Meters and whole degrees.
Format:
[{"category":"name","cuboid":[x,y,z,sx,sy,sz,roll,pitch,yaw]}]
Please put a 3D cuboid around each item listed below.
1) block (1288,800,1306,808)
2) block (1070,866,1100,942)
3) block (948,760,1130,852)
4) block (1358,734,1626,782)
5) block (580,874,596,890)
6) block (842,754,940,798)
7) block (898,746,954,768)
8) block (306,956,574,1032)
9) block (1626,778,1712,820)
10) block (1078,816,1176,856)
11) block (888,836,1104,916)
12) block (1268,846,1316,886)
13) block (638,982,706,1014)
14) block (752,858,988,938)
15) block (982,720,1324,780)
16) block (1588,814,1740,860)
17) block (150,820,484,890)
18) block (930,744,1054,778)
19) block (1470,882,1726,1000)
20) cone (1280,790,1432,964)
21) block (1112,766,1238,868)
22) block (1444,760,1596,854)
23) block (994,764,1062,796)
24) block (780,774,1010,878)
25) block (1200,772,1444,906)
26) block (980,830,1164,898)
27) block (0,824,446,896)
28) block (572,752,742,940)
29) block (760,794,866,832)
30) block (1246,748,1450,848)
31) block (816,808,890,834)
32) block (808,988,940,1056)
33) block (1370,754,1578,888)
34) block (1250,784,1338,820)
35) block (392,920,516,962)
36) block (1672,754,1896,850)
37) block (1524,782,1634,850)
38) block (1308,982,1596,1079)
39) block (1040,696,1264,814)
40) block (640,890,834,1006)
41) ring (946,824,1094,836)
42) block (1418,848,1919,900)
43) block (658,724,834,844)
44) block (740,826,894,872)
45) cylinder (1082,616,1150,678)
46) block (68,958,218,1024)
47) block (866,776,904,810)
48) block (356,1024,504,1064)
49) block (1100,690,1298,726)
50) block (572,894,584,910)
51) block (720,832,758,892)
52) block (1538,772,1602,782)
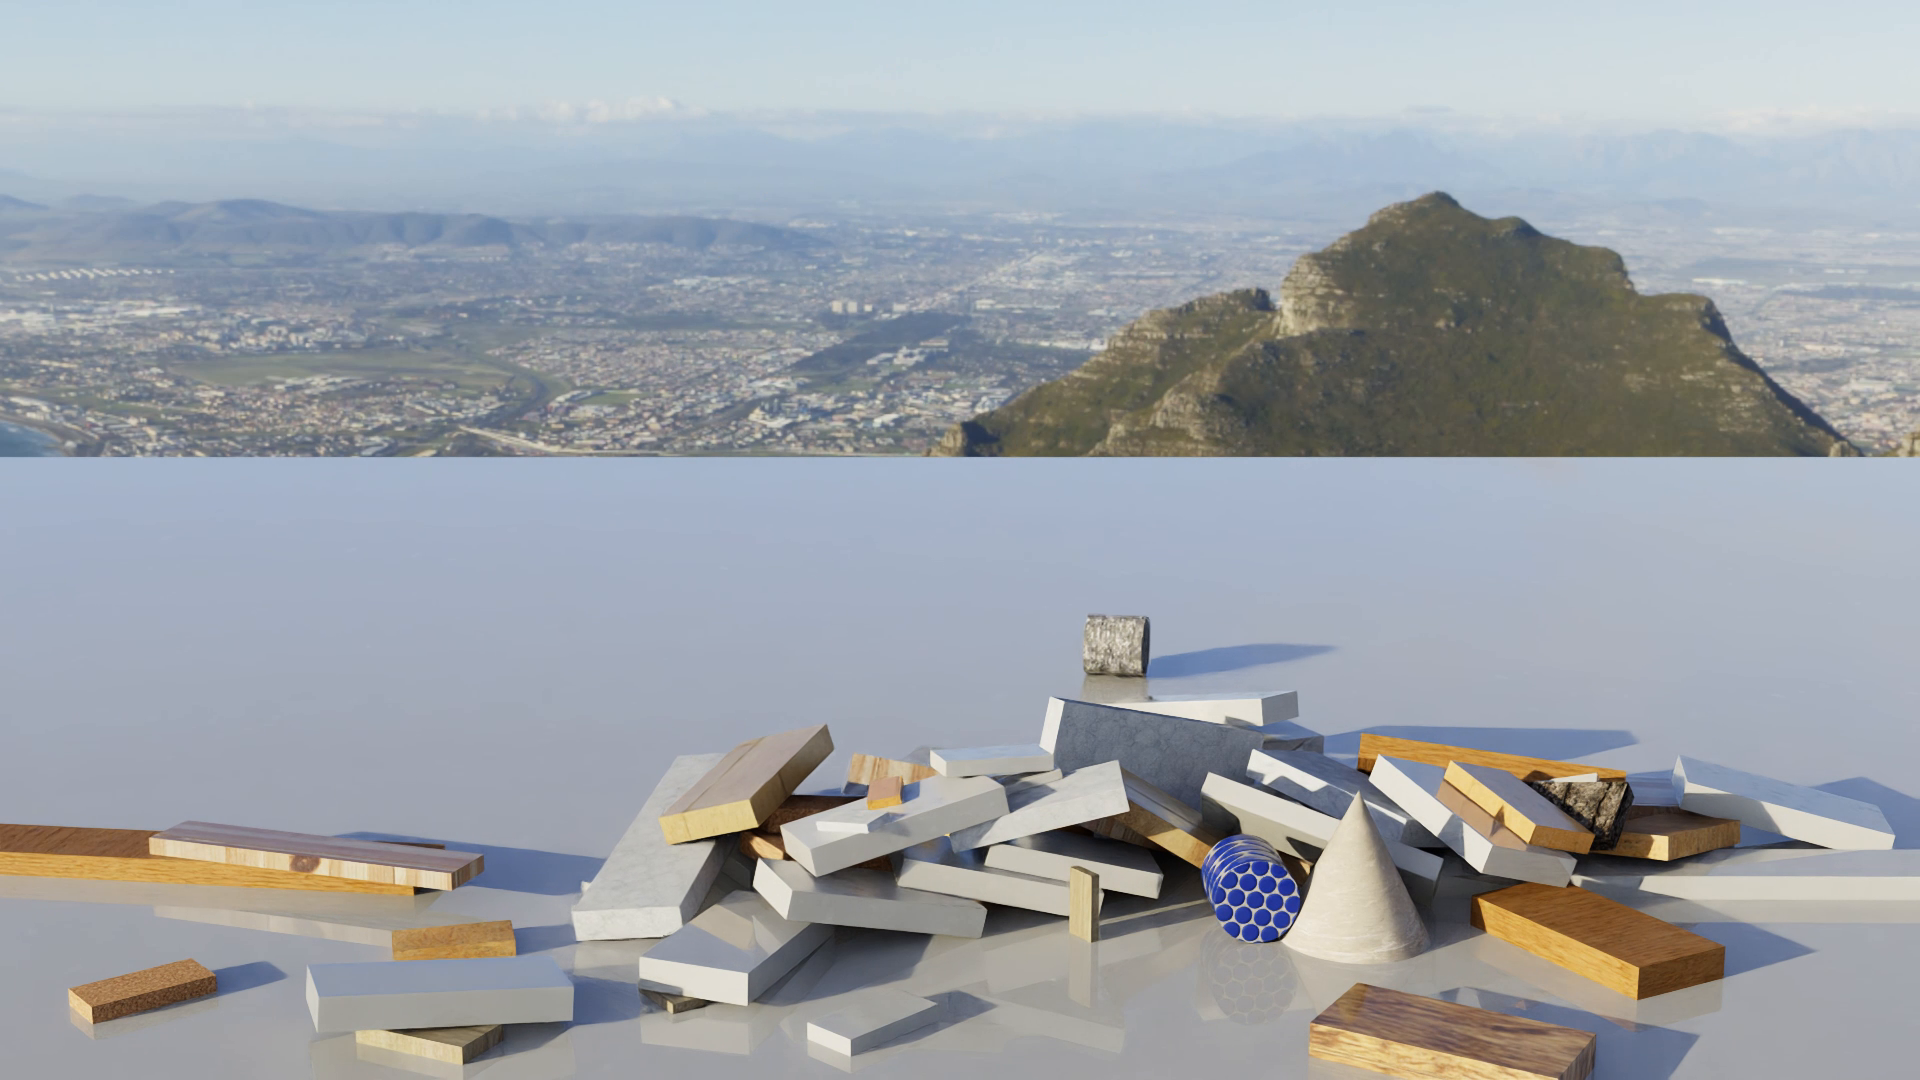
[{"category":"block","cuboid":[0.537,0.471,3.726,0.092,0.026,0.184,36,-20,-24]},{"category":"block","cuboid":[0.196,0.573,3.463,0.015,0.109,0.054,-7,13,-35]},{"category":"block","cuboid":[0.126,0.432,3.579,0.290,0.041,0.145,-14,11,3]},{"category":"block","cuboid":[0.943,0.440,3.941,0.458,0.049,0.172,7,-31,12]},{"category":"block","cuboid":[-0.577,0.580,3.684,0.104,0.015,0.052,6,12,27]},{"category":"block","cuboid":[-0.116,0.436,3.945,0.175,0.050,0.350,11,-11,-3]},{"category":"block","cuboid":[-0.070,0.446,4.375,0.087,0.025,0.175,4,11,21]},{"category":"block","cuboid":[-0.739,0.641,3.118,0.347,0.049,0.174,2,4,-22]},{"category":"block","cuboid":[1.145,0.487,4.087,0.537,0.050,0.178,2,11,8]},{"category":"block","cuboid":[0.300,0.495,3.773,0.280,0.040,0.140,21,-3,-39]},{"category":"block","cuboid":[0.056,0.544,3.590,0.331,0.047,0.166,11,9,-10]},{"category":"block","cuboid":[0.559,0.529,3.840,0.140,0.040,0.280,-7,16,-36]},{"category":"block","cuboid":[-0.423,0.665,3.223,0.053,0.015,0.105,-8,13,-35]},{"category":"block","cuboid":[-0.142,0.565,3.470,0.331,0.047,0.166,10,6,-25]},{"category":"block","cuboid":[0.328,0.400,4.067,0.717,0.050,0.175,-4,12,-27]},{"category":"block","cuboid":[1.216,0.510,3.790,0.141,0.040,0.283,0,0,43]},{"category":"block","cuboid":[-1.085,0.528,3.697,0.586,0.029,0.102,3,11,18]},{"category":"block","cuboid":[0.053,0.364,3.634,0.184,0.026,0.092,-2,7,-16]},{"category":"block","cuboid":[0.982,0.613,3.409,0.178,0.050,0.356,-6,12,-29]},{"category":"cone","cuboid":[0.623,0.508,3.455,0.239,0.239,0.239,0,11,0]},{"category":"block","cuboid":[0.377,0.489,3.690,0.290,0.041,0.145,31,13,-5]},{"category":"block","cuboid":[0.929,0.444,3.664,0.125,0.035,0.250,12,14,-25]},{"category":"block","cuboid":[0.113,0.395,3.630,0.104,0.015,0.052,-16,10,-9]},{"category":"block","cuboid":[-0.106,0.449,3.530,0.331,0.047,0.166,-16,11,-19]},{"category":"block","cuboid":[0.590,0.491,3.607,0.399,0.040,0.140,19,-22,17]},{"category":"block","cuboid":[0.178,0.521,3.622,0.290,0.041,0.145,12,9,-8]},{"category":"block","cuboid":[-1.406,0.545,3.797,1.024,0.041,0.145,1,11,8]},{"category":"block","cuboid":[-0.476,0.507,3.747,0.174,0.049,0.669,-4,15,9]},{"category":"block","cuboid":[-0.208,0.474,3.796,0.291,0.041,0.145,4,2,-20]},{"category":"block","cuboid":[0.685,0.447,3.818,0.175,0.049,0.349,7,11,-42]},{"category":"block","cuboid":[-0.168,0.443,3.464,0.109,0.015,0.054,-3,14,40]},{"category":"block","cuboid":[-0.122,0.681,3.111,0.087,0.025,0.175,10,14,43]},{"category":"block","cuboid":[0.848,0.464,3.659,0.175,0.049,0.349,13,14,-25]},{"category":"block","cuboid":[0.620,0.488,3.842,0.141,0.040,0.283,-2,13,-20]},{"category":"block","cuboid":[-0.785,0.625,3.409,0.183,0.026,0.091,-3,11,-15]},{"category":"block","cuboid":[1.467,0.478,3.936,0.356,0.050,0.178,14,13,10]},{"category":"block","cuboid":[0.916,0.475,3.793,0.468,0.035,0.125,-6,36,39]},{"category":"block","cuboid":[0.671,0.689,3.002,0.344,0.049,0.172,7,12,31]},{"category":"block","cuboid":[0.339,0.399,3.932,0.436,0.175,0.049,11,2,-28]},{"category":"block","cuboid":[-0.333,0.616,3.347,0.172,0.049,0.344,5,9,18]},{"category":"ring","cuboid":[0.085,0.512,3.827,0.297,0.099,0.297,-1,11,0]},{"category":"block","cuboid":[1.226,0.563,3.707,1.052,0.040,0.141,0,11,0]},{"category":"block","cuboid":[-0.361,0.416,3.778,0.174,0.049,0.347,-14,12,22]},{"category":"block","cuboid":[-0.210,0.524,3.732,0.291,0.041,0.145,4,8,-34]},{"category":"cylinder","cuboid":[0.365,0.248,5.134,0.137,0.137,0.137,2,11,13]},{"category":"block","cuboid":[-1.197,0.660,3.223,0.183,0.026,0.091,-9,14,-41]},{"category":"block","cuboid":[-0.121,0.411,3.576,0.054,0.015,0.109,-12,11,3]},{"category":"block","cuboid":[-0.741,0.688,3.071,0.183,0.026,0.091,5,12,24]},{"category":"block","cuboid":[0.447,0.325,4.186,0.350,0.050,0.175,-5,-1,31]},{"category":"block","cuboid":[-0.580,0.595,3.600,0.104,0.015,0.052,-1,11,-3]},{"category":"block","cuboid":[-0.358,0.544,3.817,0.128,0.036,0.256,-6,12,-29]},{"category":"block","cuboid":[0.980,0.476,3.807,0.250,0.035,0.125,-13,32,30]}]
